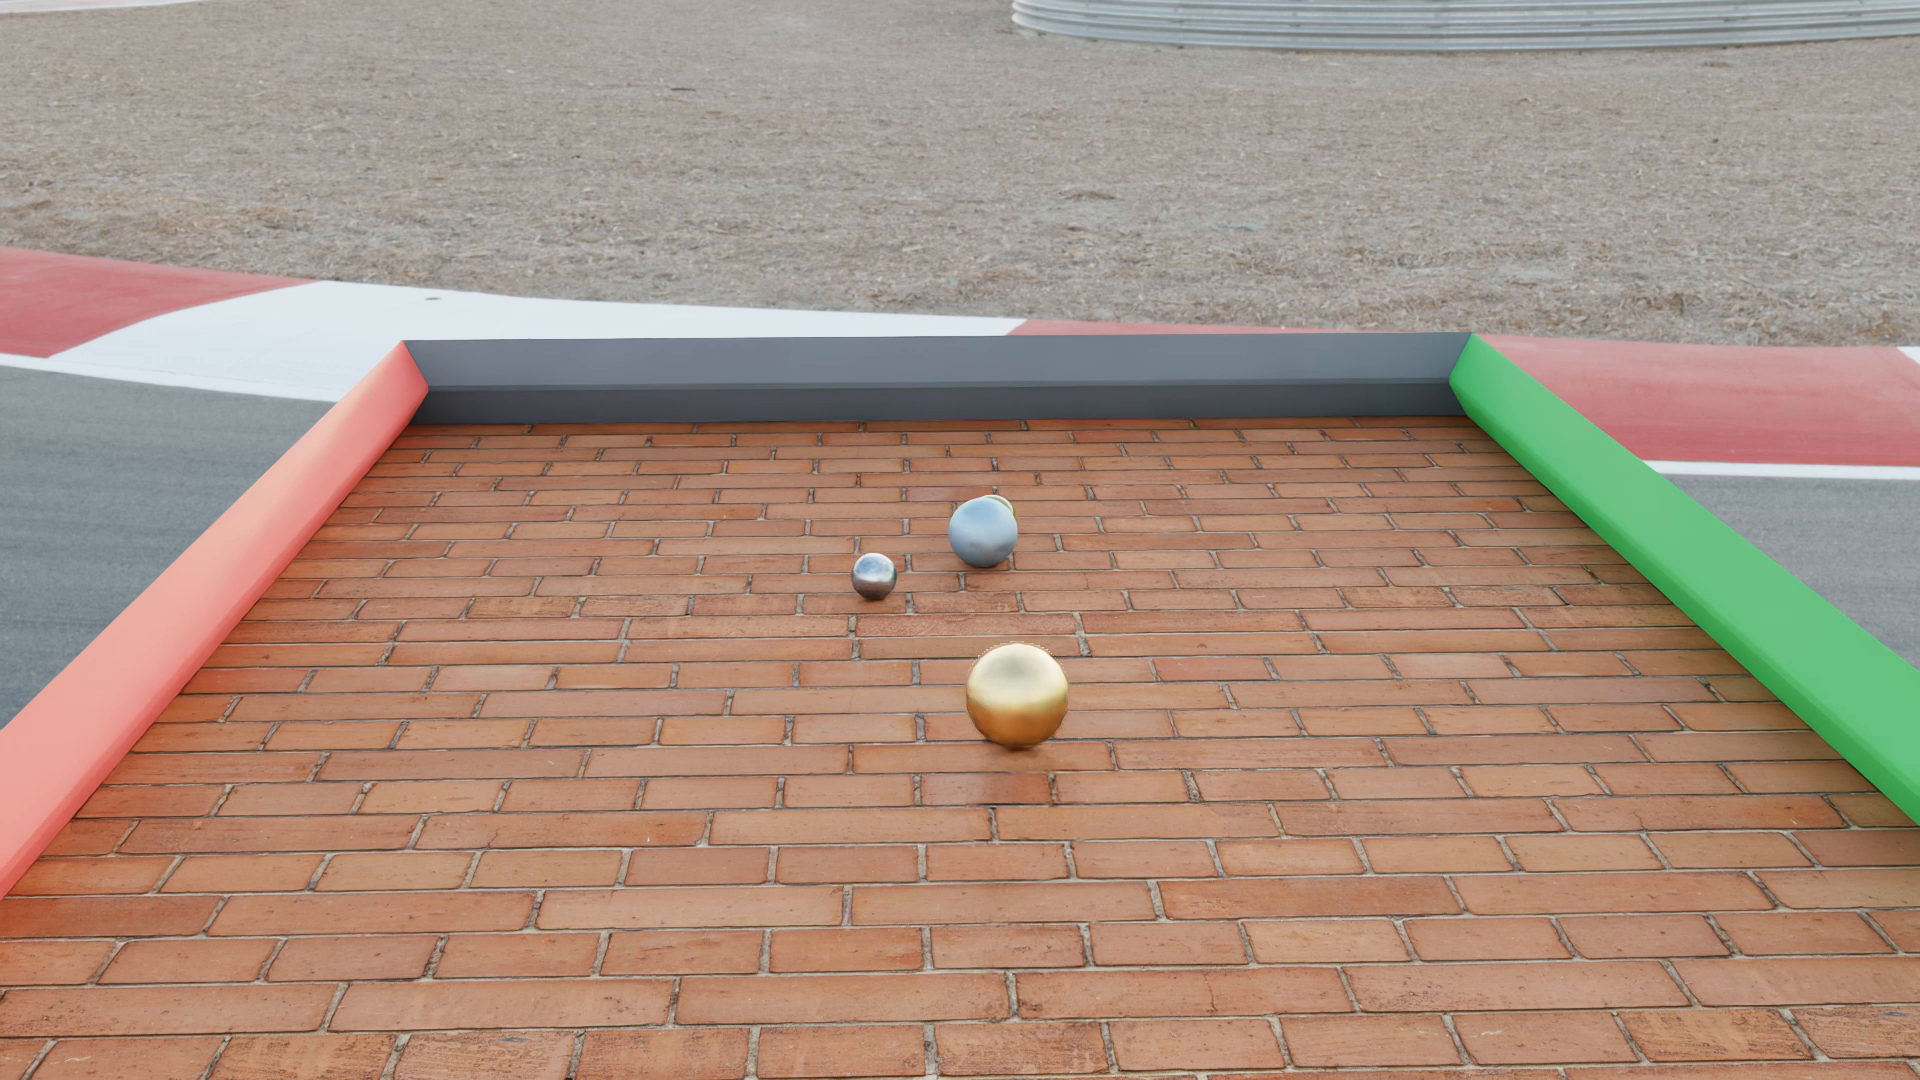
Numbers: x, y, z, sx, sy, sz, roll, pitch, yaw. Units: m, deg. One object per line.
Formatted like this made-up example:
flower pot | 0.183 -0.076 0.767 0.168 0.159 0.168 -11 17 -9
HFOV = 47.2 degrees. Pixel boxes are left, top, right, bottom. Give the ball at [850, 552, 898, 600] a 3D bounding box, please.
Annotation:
ball | -0.099 0.042 2.519 0.054 0.054 0.054 0 17 0

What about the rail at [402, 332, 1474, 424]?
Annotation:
rail | -0.027 -0.240 3.322 1.624 0.128 0.045 -1 17 -2

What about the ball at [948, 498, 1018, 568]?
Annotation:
ball | 0.028 -0.009 2.636 0.083 0.083 0.083 0 17 0

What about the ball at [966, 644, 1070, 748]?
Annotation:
ball | 0.054 0.148 2.088 0.099 0.099 0.099 0 17 0

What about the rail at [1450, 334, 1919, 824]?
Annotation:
rail | 0.815 0.177 1.935 0.045 0.128 3.004 -1 17 -2

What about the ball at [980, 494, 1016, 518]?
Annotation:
ball | 0.039 -0.025 2.724 0.063 0.063 0.063 0 17 0

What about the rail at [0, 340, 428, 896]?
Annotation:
rail | -0.760 0.194 1.879 0.045 0.128 3.004 -1 17 -2
